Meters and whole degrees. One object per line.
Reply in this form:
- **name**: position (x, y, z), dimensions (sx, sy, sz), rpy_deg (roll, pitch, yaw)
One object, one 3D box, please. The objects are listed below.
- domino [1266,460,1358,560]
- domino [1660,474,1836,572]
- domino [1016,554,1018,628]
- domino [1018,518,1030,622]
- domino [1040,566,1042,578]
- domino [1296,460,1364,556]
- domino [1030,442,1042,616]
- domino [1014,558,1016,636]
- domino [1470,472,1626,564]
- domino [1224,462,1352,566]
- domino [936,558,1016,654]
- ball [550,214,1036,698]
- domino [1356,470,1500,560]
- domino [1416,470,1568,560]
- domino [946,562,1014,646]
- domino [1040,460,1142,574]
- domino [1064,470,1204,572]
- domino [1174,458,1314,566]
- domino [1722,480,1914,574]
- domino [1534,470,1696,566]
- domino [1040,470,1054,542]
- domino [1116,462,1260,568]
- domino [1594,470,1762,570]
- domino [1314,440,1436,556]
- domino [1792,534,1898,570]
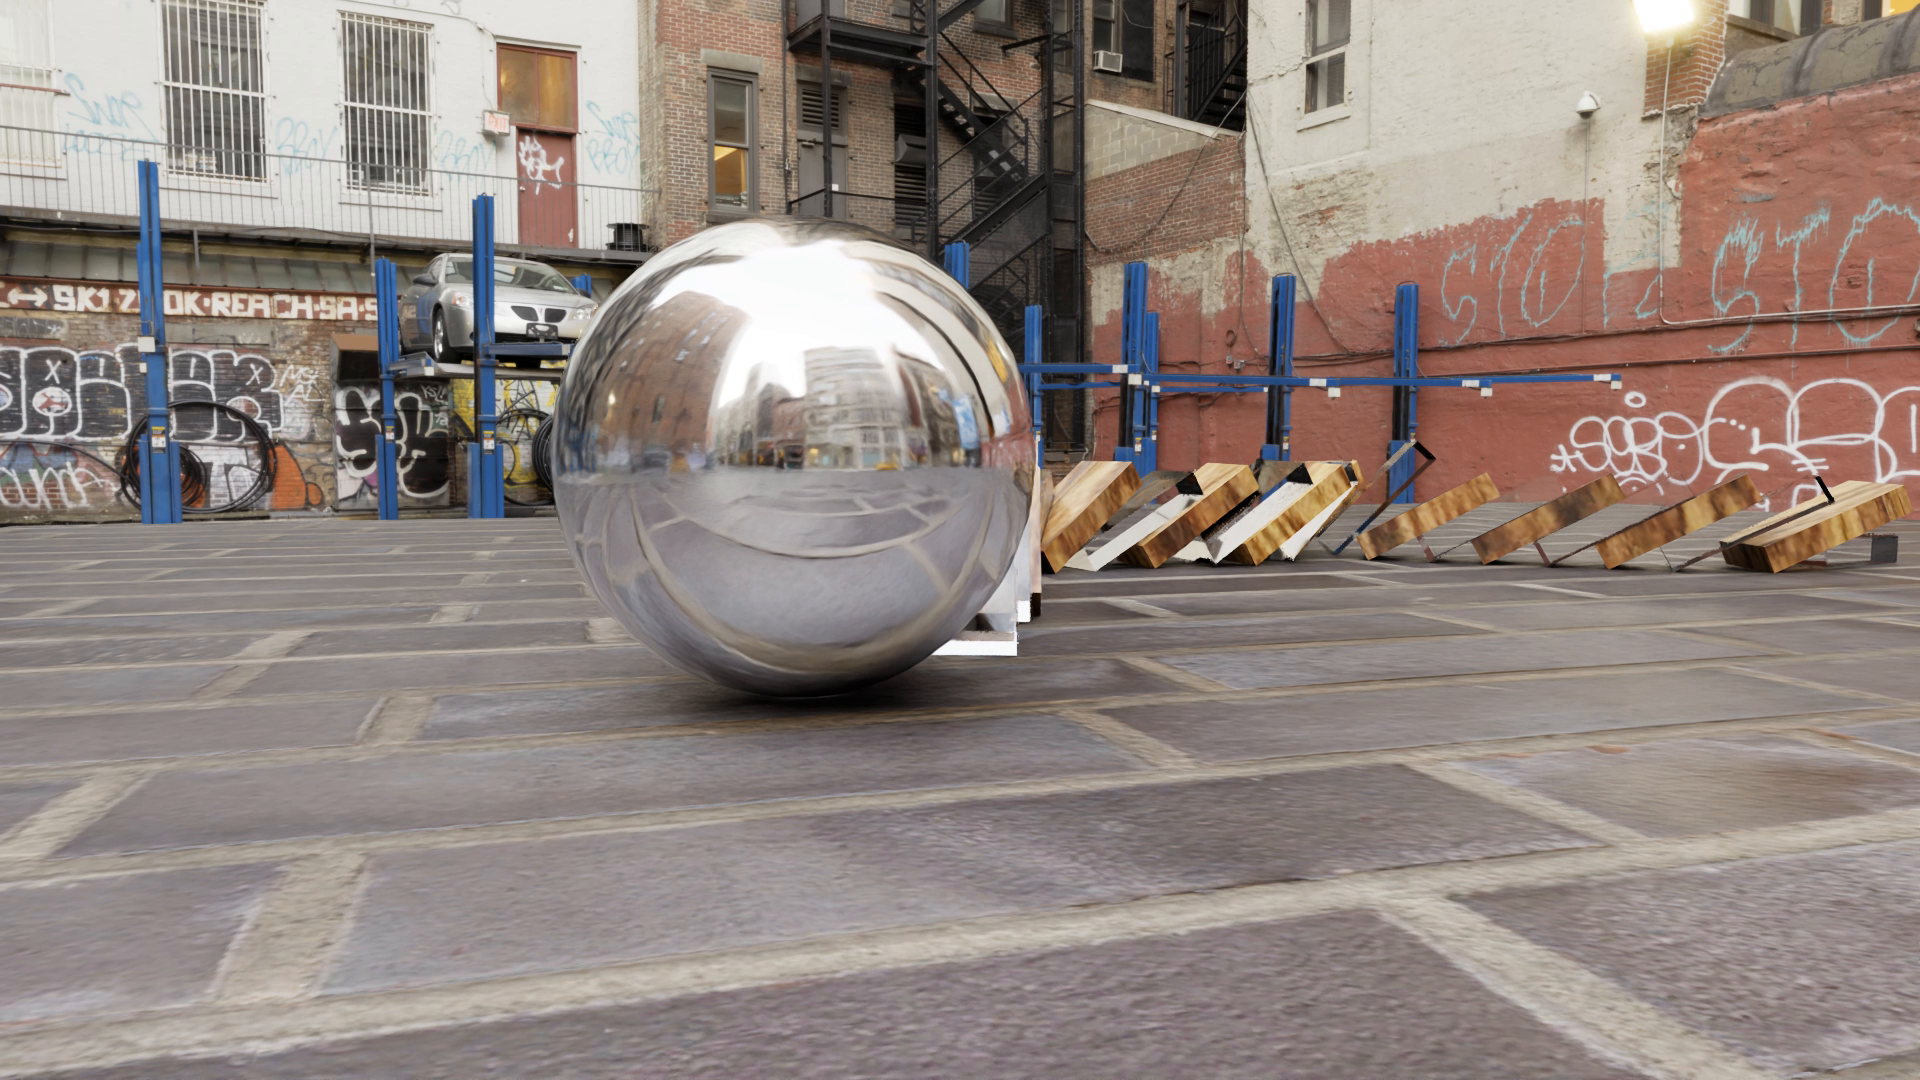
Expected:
- **domino**: position (0.125, -0.012, 0.482), dimensions (0.025, 0.010, 0.050), rpy_deg (3, 38, 50)
- **domino**: position (0.260, -0.006, 0.427), dimensions (0.050, 0.010, 0.025), rpy_deg (-30, -10, 26)
- **domino**: position (0.001, -0.003, 0.306), dimensions (0.025, 0.050, 0.009), rpy_deg (0, -34, 2)
- **domino**: position (0.005, -0.004, 0.318), dimensions (0.025, 0.050, 0.010), rpy_deg (0, -34, 2)
- **domino**: position (0.009, -0.001, 0.349), dimensions (0.025, 0.010, 0.050), rpy_deg (0, 38, 2)
- **domino**: position (0.133, -0.013, 0.500), dimensions (0.050, 0.009, 0.025), rpy_deg (-42, 26, -29)
- **domino**: position (0.008, -0.004, 0.332), dimensions (0.025, 0.050, 0.009), rpy_deg (0, -38, 2)
- **domino**: position (0.000, -0.002, 0.294), dimensions (0.025, 0.050, 0.010), rpy_deg (0, -34, 2)
- **domino**: position (0.207, -0.008, 0.453), dimensions (0.050, 0.010, 0.025), rpy_deg (-30, -10, 25)
- **domino**: position (0.115, -0.010, 0.464), dimensions (0.050, 0.010, 0.025), rpy_deg (-37, 20, -18)
- **domino**: position (-0.001, 0.000, 0.270), dimensions (0.025, 0.050, 0.009), rpy_deg (0, -34, 2)
- **ball**: position (-0.027, -0.014, 0.216), dimensions (0.080, 0.080, 0.080), rpy_deg (0, 4, 0)
- **domino**: position (0.172, -0.009, 0.472), dimensions (0.050, 0.010, 0.025), rpy_deg (-30, -7, 22)
- **domino**: position (0.191, -0.009, 0.461), dimensions (0.050, 0.010, 0.025), rpy_deg (-30, -10, 25)
- **domino**: position (-0.001, -0.001, 0.282), dimensions (0.025, 0.050, 0.009), rpy_deg (0, -34, 2)
- **domino**: position (0.037, -0.009, 0.440), dimensions (0.050, 0.010, 0.025), rpy_deg (-44, 28, -28)
- **domino**: position (0.058, -0.007, 0.447), dimensions (0.050, 0.010, 0.025), rpy_deg (-33, 17, -19)
- **domino**: position (0.099, -0.011, 0.459), dimensions (0.050, 0.009, 0.025), rpy_deg (-37, 20, -18)
- **domino**: position (0.288, -0.005, 0.434), dimensions (0.050, 0.010, 0.025), rpy_deg (-24, 7, 0)
- **domino**: position (0.225, -0.007, 0.442), dimensions (0.050, 0.010, 0.025), rpy_deg (-31, -10, 26)
- **domino**: position (0.015, -0.006, 0.428), dimensions (0.025, 0.009, 0.050), rpy_deg (-1, 33, 15)
- **domino**: position (0.079, -0.009, 0.454), dimensions (0.050, 0.009, 0.025), rpy_deg (-36, 18, -16)
- **domino**: position (0.243, -0.007, 0.434), dimensions (0.050, 0.010, 0.025), rpy_deg (-32, -11, 29)
- **domino**: position (0.155, -0.016, 0.484), dimensions (0.010, 0.050, 0.025), rpy_deg (45, 8, 5)
- **domino**: position (0.309, 0.003, 0.459), dimensions (0.050, 0.009, 0.025), rpy_deg (-3, 5, -31)
